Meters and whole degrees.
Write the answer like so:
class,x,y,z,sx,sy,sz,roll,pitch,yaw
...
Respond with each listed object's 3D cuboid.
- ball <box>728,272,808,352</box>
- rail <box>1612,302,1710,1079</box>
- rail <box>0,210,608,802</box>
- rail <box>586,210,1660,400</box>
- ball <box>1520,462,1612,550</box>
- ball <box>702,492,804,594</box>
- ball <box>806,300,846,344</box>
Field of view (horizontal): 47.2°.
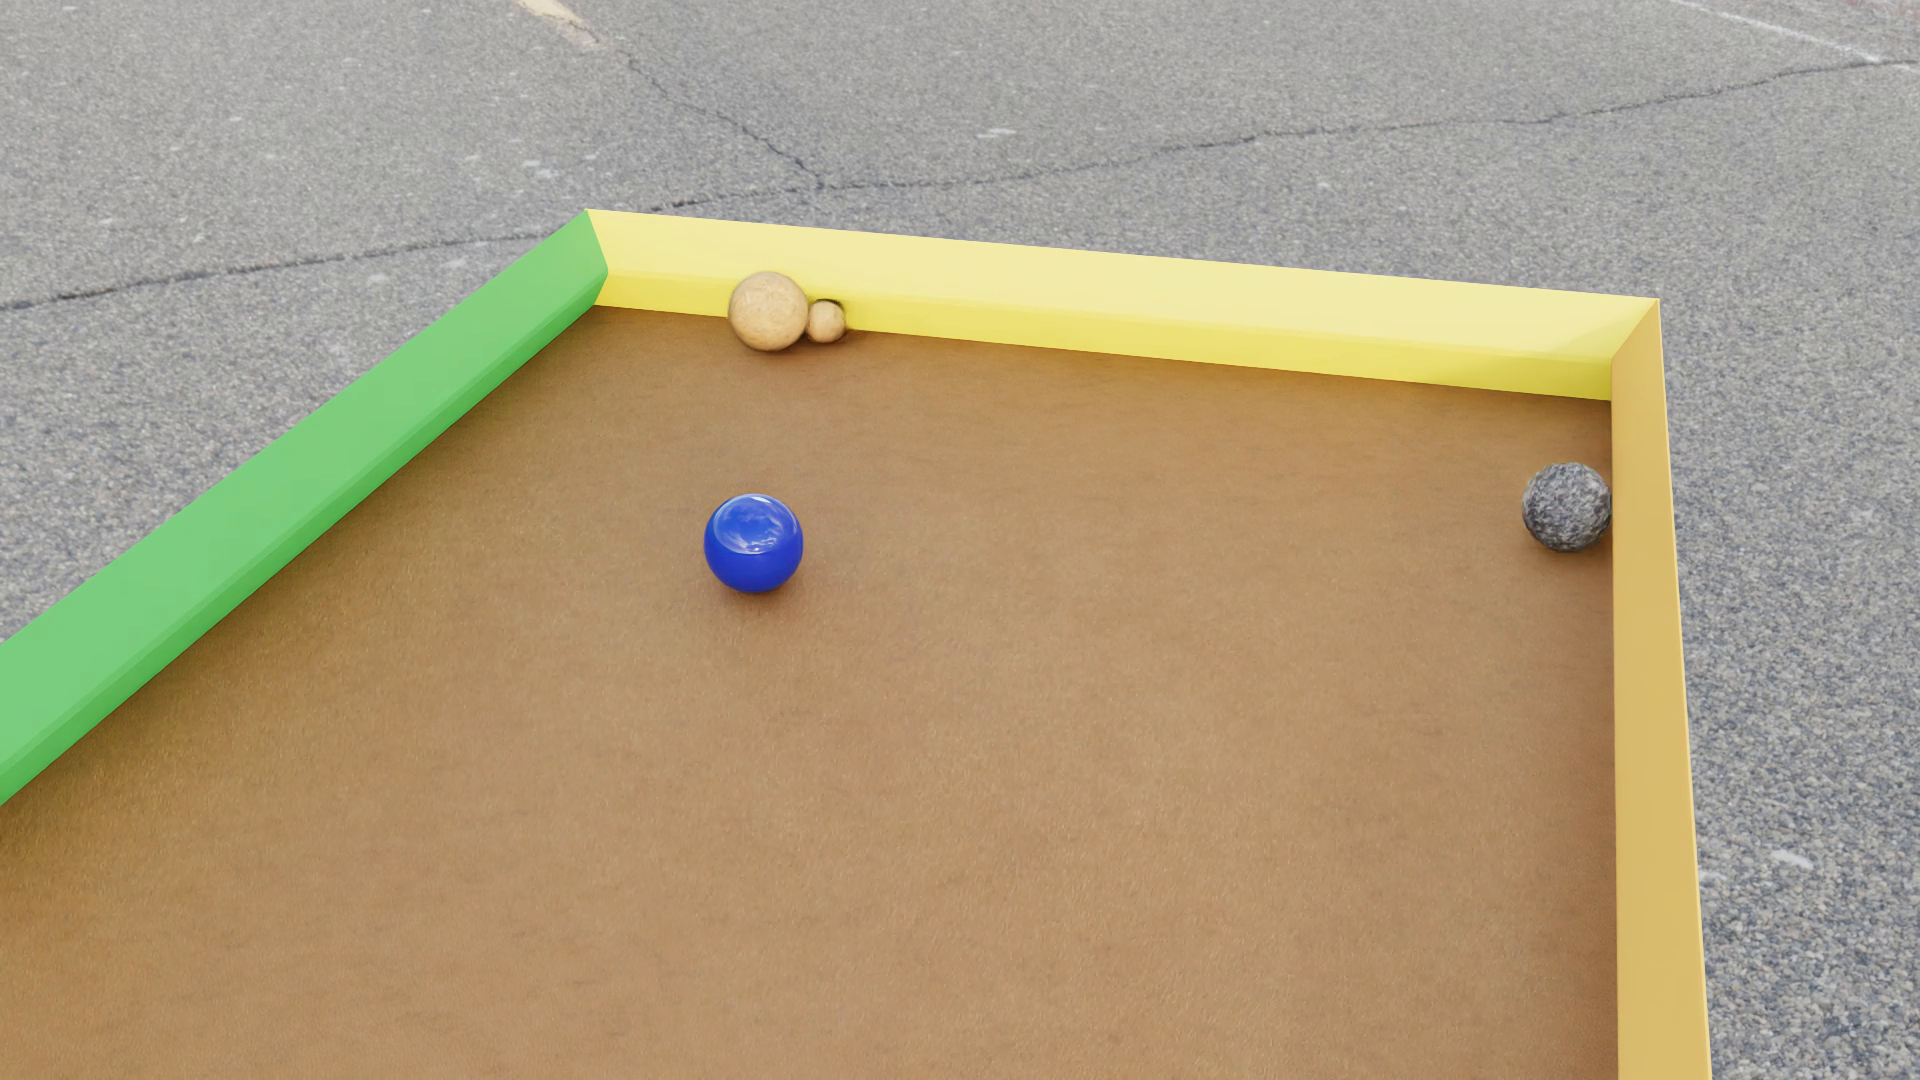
class,x,y,z,sx,sy,sz,roll,pitch,yaw
ball,-0.238,-0.284,2.739,0.100,0.100,0.100,0,26,0
rail,0.462,0.326,1.467,0.045,0.129,2.569,7,27,13
rail,-0.787,0.182,1.760,0.045,0.129,2.569,7,27,13
rail,0.157,-0.286,2.707,1.339,0.129,0.045,7,27,13
ball,0.619,-0.034,2.243,0.091,0.091,0.091,0,26,0
ball,-0.203,0.003,2.158,0.099,0.099,0.099,0,26,0
ball,-0.170,-0.275,2.773,0.054,0.054,0.054,0,26,0
